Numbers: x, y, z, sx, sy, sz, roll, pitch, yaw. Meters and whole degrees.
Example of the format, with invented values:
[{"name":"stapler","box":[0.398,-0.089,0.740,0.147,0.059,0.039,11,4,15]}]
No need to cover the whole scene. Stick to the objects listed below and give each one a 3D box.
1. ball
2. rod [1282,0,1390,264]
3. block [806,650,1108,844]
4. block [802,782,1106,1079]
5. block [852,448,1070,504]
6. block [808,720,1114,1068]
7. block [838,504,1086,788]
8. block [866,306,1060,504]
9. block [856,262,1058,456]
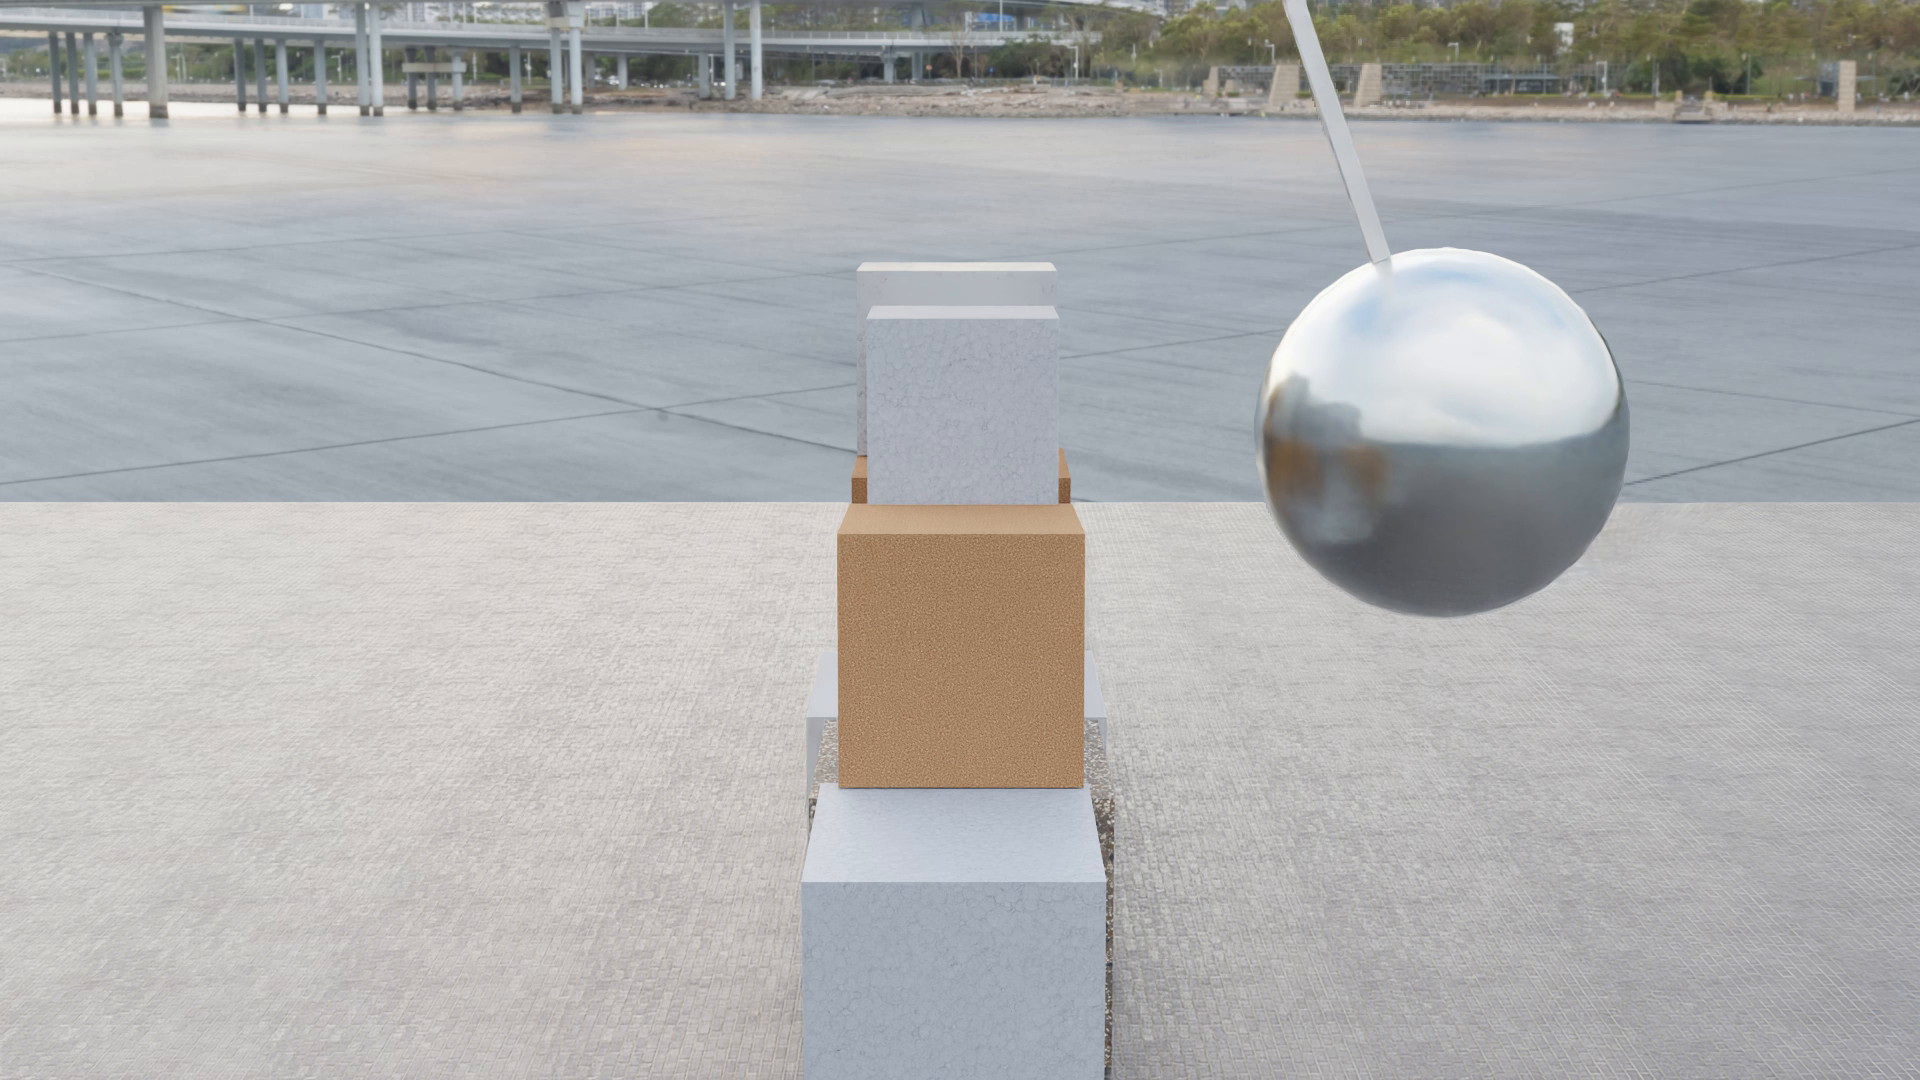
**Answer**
[{"name":"ball","box":[2.074,-0.461,11.097,1.600,1.600,1.600,0,10,0]},{"name":"rod","box":[0.899,-3.600,10.526,0.080,5.200,0.080,-20,10,4]},{"name":"block","box":[-0.014,1.086,10.786,1.186,1.004,1.188,0,10,0]},{"name":"block","box":[-0.019,1.470,8.528,0.937,1.056,1.118,0,10,0]},{"name":"block","box":[0.005,0.045,11.008,0.900,0.765,0.836,0,10,0]},{"name":"block","box":[0.006,1.298,9.643,1.073,0.996,1.117,0,10,0]},{"name":"block","box":[0.004,0.360,9.363,0.852,0.886,1.025,0,7,0]},{"name":"block","box":[0.011,-0.539,10.055,0.728,0.709,0.675,0,9,0]},{"name":"block","box":[-0.014,-0.815,11.387,0.858,0.795,0.734,0,9,0]}]
